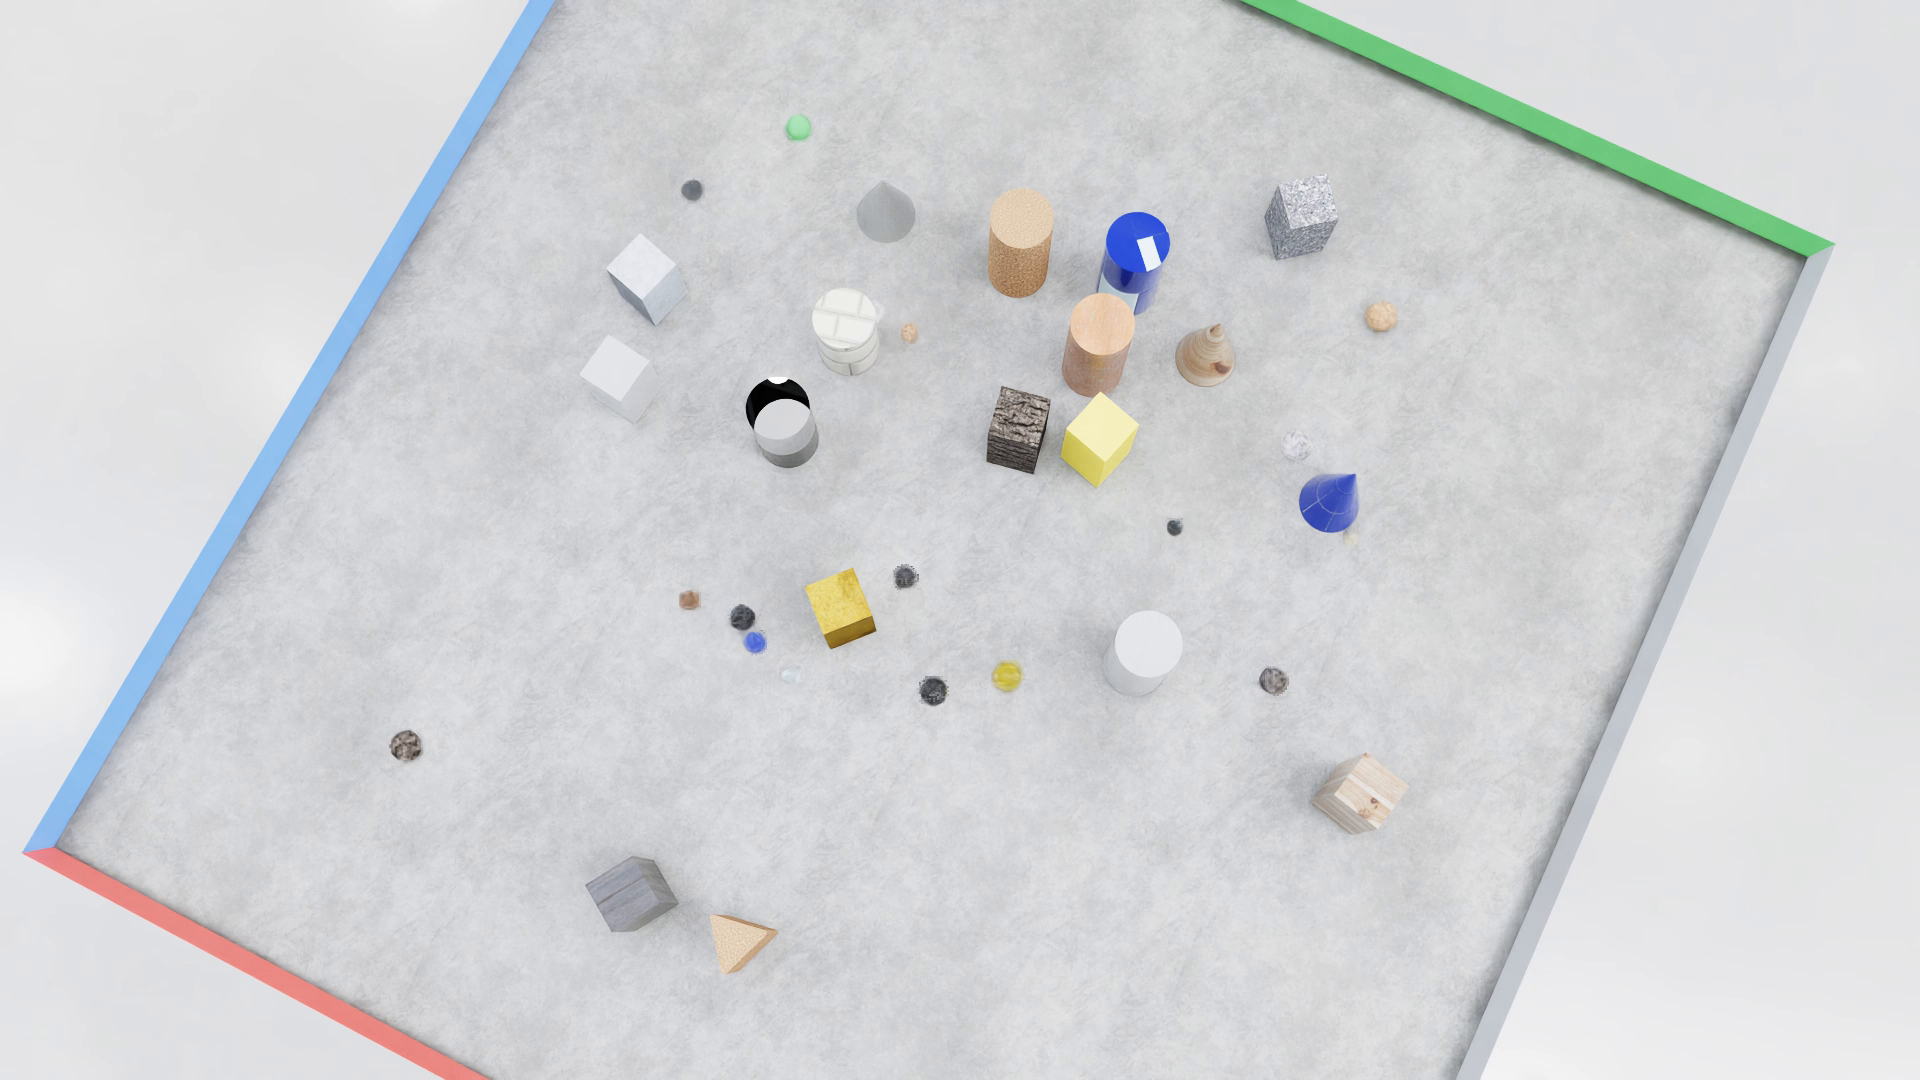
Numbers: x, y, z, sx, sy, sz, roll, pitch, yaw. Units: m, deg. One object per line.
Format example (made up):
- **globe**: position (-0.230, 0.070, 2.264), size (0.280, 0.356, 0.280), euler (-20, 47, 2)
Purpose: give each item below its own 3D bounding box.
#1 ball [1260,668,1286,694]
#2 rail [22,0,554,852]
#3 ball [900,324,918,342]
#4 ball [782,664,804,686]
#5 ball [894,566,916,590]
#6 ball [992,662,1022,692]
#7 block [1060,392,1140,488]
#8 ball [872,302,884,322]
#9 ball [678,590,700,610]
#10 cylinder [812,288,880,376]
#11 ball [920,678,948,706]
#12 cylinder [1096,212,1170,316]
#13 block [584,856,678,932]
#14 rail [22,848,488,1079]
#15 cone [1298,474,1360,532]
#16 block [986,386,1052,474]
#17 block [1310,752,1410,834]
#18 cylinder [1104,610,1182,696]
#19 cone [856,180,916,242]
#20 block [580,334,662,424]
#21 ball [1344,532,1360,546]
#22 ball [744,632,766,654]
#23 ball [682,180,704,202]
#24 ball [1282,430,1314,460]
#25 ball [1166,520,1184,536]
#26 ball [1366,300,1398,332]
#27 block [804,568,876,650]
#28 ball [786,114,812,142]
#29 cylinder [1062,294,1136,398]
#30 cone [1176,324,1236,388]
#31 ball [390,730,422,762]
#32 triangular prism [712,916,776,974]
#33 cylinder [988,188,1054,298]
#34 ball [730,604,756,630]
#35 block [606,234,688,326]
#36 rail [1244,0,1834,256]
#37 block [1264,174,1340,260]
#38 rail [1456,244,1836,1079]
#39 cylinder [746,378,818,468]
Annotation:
- **ball**: position (0.937, 0.421, 5.489), size (0.080, 0.080, 0.080), euler (0, 78, 0)
- **rail**: position (-1.780, -0.865, 5.732), size (0.045, 0.122, 4.099), euler (26, 80, 5)
- **ball**: position (-0.159, -0.646, 5.722), size (0.055, 0.055, 0.055), euler (0, 78, 0)
- **ball**: position (-0.502, 0.405, 5.497), size (0.069, 0.069, 0.069), euler (0, 78, 0)
- **ball**: position (-0.166, 0.115, 5.558), size (0.067, 0.067, 0.067), euler (0, 78, 0)
- **ball**: position (0.140, 0.409, 5.485), size (0.092, 0.092, 0.092), euler (0, 78, 0)
- **block**: position (0.417, -0.297, 5.508), size (0.151, 0.332, 0.151), euler (41, 81, 8)
- **ball**: position (-0.267, -0.711, 5.728), size (0.064, 0.064, 0.064), euler (0, 78, 0)
- **ball**: position (-0.820, 0.183, 5.547), size (0.063, 0.063, 0.063), euler (0, 78, 0)
- **cylinder**: position (-0.346, -0.634, 5.603), size (0.188, 0.283, 0.188), euler (0, 78, 0)
- **ball**: position (-0.078, 0.454, 5.480), size (0.084, 0.084, 0.084), euler (0, 78, 0)
- **cylinder**: position (0.523, -0.834, 5.581), size (0.188, 0.406, 0.188), euler (0, 78, 0)
- **block**: position (-0.930, 1.011, 5.222), size (0.151, 0.362, 0.151), euler (-31, 80, -6)
- **rail**: position (-0.906, 1.781, 5.185), size (4.028, 0.122, 0.045), euler (26, 80, 5)
- **cone**: position (1.137, -0.152, 5.451), size (0.188, 0.386, 0.188), euler (0, 78, 0)
- **block**: position (0.174, -0.327, 5.512), size (0.151, 0.338, 0.151), euler (15, 79, 3)
- **block**: position (1.148, 0.734, 5.280), size (0.151, 0.361, 0.151), euler (38, 81, 7)
- **cylinder**: position (0.526, 0.334, 5.323), size (0.188, 0.440, 0.188), euler (0, 78, 0)
- **cone**: position (-0.235, -1.063, 5.691), size (0.188, 0.285, 0.188), euler (0, 78, 0)
- **block**: position (-1.031, -0.488, 5.587), size (0.151, 0.254, 0.151), euler (33, 80, 6)
- **ball**: position (1.196, -0.003, 5.594), size (0.045, 0.045, 0.045), euler (0, 78, 0)
- **ball**: position (-0.620, 0.308, 5.519), size (0.066, 0.066, 0.066), euler (0, 78, 0)
- **ball**: position (-0.848, -1.108, 5.810), size (0.070, 0.070, 0.070), euler (0, 78, 0)
- **ball**: position (1.037, -0.290, 5.628), size (0.094, 0.094, 0.094), euler (0, 78, 0)
- **ball**: position (0.656, -0.038, 5.598), size (0.051, 0.051, 0.051), euler (0, 78, 0)
- **ball**: position (1.317, -0.698, 5.713), size (0.093, 0.093, 0.093), euler (0, 78, 0)
- **block**: position (-0.350, 0.206, 5.420), size (0.151, 0.301, 0.151), euler (-22, 79, -4)
- **ball**: position (-0.515, -1.315, 5.846), size (0.083, 0.083, 0.083), euler (0, 78, 0)
- **cylinder**: position (0.413, -0.581, 5.514), size (0.188, 0.436, 0.188), euler (0, 78, 0)
- **cone**: position (0.768, -0.604, 5.565), size (0.188, 0.345, 0.188), euler (0, 78, 0)
- **ball**: position (-1.646, 0.611, 5.443), size (0.092, 0.092, 0.092), euler (0, 78, 0)
- **triangular prism**: position (-0.641, 1.123, 5.221), size (0.163, 0.319, 0.141), euler (-43, 82, -8)
- **cylinder**: position (0.182, -0.899, 5.581), size (0.188, 0.434, 0.188), euler (0, 78, 0)
- **ball**: position (-0.657, 0.235, 5.529), size (0.078, 0.078, 0.078), euler (0, 78, 0)
- **block**: position (-0.963, -0.801, 5.655), size (0.151, 0.250, 0.151), euler (41, 81, 8)
- **rail**: position (0.906, -1.768, 5.919), size (4.028, 0.122, 0.045), euler (26, 80, 5)
- **block**: position (1.057, -0.999, 5.685), size (0.151, 0.271, 0.151), euler (-12, 79, -2)
- **rail**: position (1.780, 0.878, 5.371), size (0.045, 0.122, 4.099), euler (26, 80, 5)
- **cylinder**: position (-0.531, -0.349, 5.511), size (0.188, 0.348, 0.188), euler (0, 78, 0)
